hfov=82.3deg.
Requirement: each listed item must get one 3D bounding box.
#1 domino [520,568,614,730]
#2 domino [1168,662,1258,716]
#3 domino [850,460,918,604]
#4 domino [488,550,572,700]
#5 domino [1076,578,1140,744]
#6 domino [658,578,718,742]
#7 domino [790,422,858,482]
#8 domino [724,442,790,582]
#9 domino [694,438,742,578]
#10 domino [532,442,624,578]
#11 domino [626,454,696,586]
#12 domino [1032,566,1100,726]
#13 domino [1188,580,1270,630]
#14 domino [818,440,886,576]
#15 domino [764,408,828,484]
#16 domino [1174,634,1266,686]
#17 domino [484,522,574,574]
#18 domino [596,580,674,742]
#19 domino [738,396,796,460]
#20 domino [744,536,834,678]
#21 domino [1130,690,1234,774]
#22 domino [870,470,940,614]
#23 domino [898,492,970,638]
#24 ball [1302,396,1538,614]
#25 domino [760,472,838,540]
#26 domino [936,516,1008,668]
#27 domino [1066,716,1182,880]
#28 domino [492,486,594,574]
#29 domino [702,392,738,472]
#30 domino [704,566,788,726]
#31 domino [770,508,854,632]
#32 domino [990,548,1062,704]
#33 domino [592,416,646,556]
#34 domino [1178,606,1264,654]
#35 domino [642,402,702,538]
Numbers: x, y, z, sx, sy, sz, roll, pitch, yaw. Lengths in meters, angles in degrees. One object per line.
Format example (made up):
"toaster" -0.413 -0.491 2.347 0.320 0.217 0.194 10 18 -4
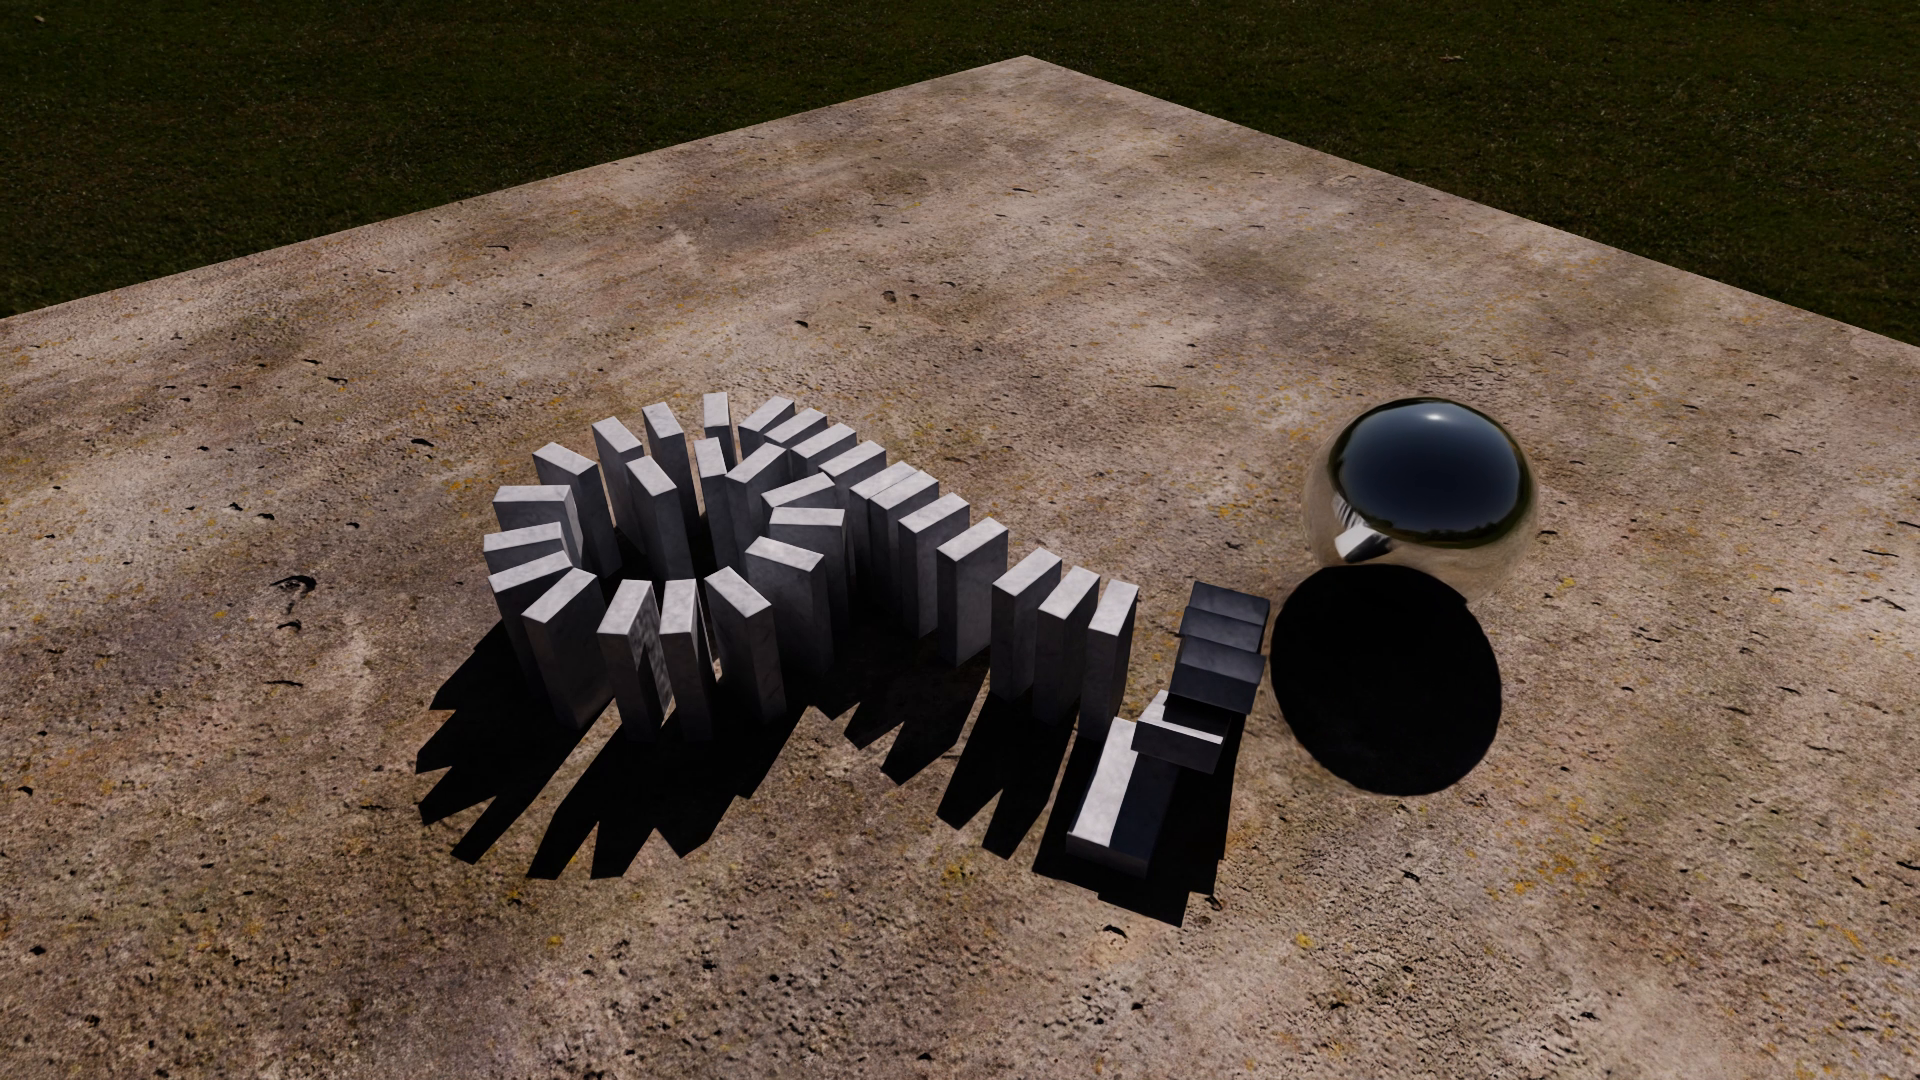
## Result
"domino" -0.128 0.037 0.366 0.009 0.050 0.025 17 42 19
"domino" 0.081 0.048 0.357 0.025 0.050 0.010 15 86 12
"domino" -0.028 -0.003 0.415 0.025 0.050 0.009 -31 49 -32
"domino" -0.141 0.030 0.375 0.025 0.050 0.009 -22 44 -25
"domino" 0.049 0.040 0.362 0.010 0.050 0.025 15 42 17
"domino" -0.089 0.040 0.362 0.010 0.050 0.025 -4 40 -5
"domino" -0.052 -0.019 0.434 0.009 0.050 0.025 31 48 32
"domino" -0.076 -0.009 0.423 0.010 0.050 0.025 20 43 22
"domino" -0.093 -0.012 0.426 0.009 0.050 0.025 -11 41 -13
"domino" -0.147 -0.011 0.425 0.025 0.050 0.009 23 45 26
"domino" -0.113 -0.004 0.417 0.010 0.050 0.025 -24 45 -27
"domino" 0.035 0.036 0.368 0.010 0.050 0.025 22 44 24
"domino" 0.095 0.025 0.387 0.025 0.050 0.009 14 85 17
"domino" -0.040 -0.011 0.425 0.025 0.050 0.010 -32 49 -33
"domino" -0.064 -0.025 0.442 0.010 0.050 0.025 27 46 29
"domino" 0.086 0.040 0.367 0.025 0.050 0.010 15 86 11
"domino" -0.149 0.018 0.389 0.025 0.050 0.010 -11 41 -13
"domino" -0.106 0.040 0.362 0.010 0.050 0.025 3 39 4
"domino" -0.076 -0.031 0.449 0.009 0.050 0.025 18 43 21
"domino" -0.059 0.024 0.382 0.025 0.050 0.009 16 42 18
"domino" 0.071 0.060 0.349 0.025 0.010 0.050 14 7 17
"domino" -0.020 0.001 0.410 0.025 0.050 0.010 -32 49 -33
"domino" -0.009 0.010 0.400 0.025 0.050 0.009 -30 48 -31
"ball" 0.167 -0.013 0.403 0.080 0.080 0.080 0 39 0
"domino" -0.058 0.001 0.410 0.025 0.050 0.010 -22 44 -25
"domino" 0.004 0.019 0.388 0.025 0.050 0.009 -31 49 -33
"domino" 0.053 0.080 0.346 0.025 0.009 0.050 15 42 17
"domino" -0.153 0.003 0.408 0.025 0.050 0.010 -1 39 -1
"domino" -0.097 -0.032 0.451 0.009 0.050 0.025 -7 40 -9
"domino" -0.071 0.036 0.368 0.009 0.050 0.025 -29 48 -31
"domino" -0.053 0.011 0.398 0.025 0.050 0.009 2 39 2
"domino" 0.022 0.030 0.375 0.009 0.050 0.025 29 47 31
"domino" -0.132 -0.021 0.437 0.009 0.050 0.025 -27 46 -29
"domino" 0.090 0.033 0.378 0.025 0.050 0.010 14 85 17
"domino" -0.116 -0.028 0.445 0.010 0.050 0.025 -19 43 -22
